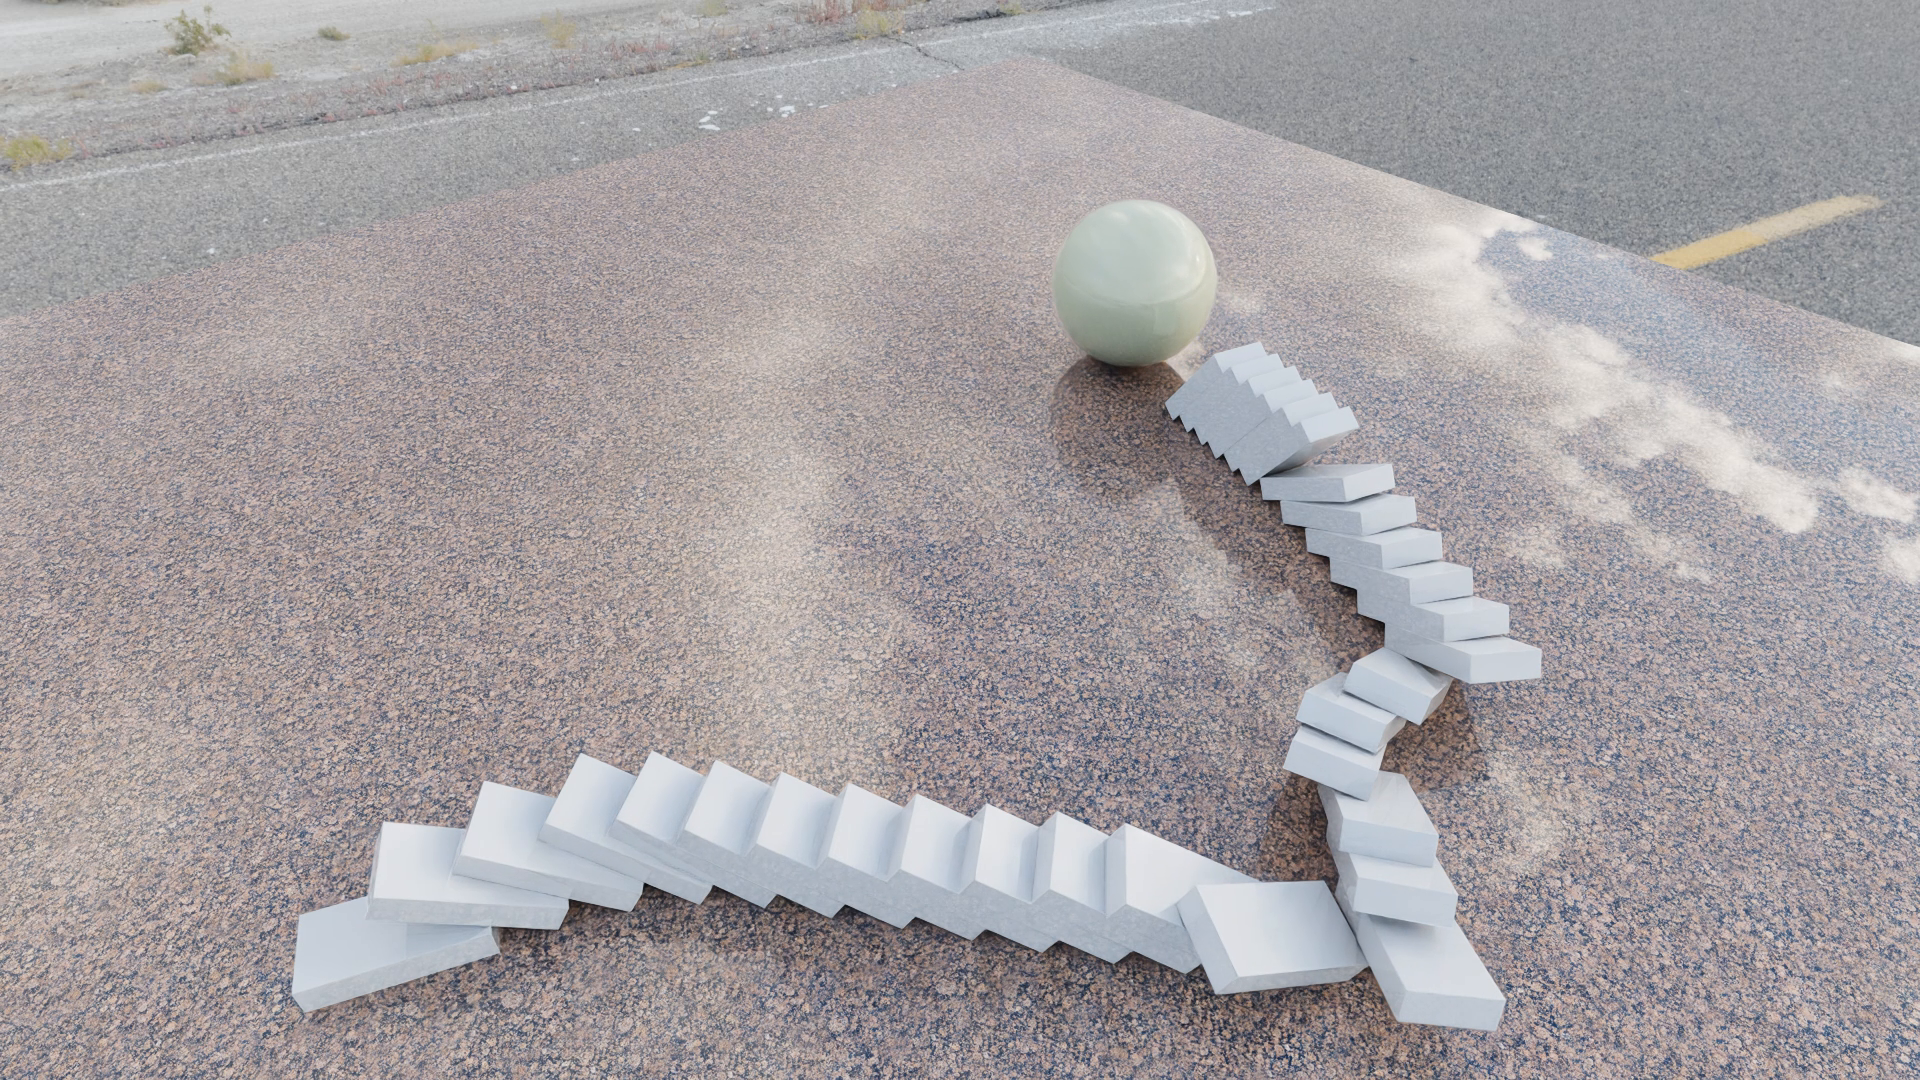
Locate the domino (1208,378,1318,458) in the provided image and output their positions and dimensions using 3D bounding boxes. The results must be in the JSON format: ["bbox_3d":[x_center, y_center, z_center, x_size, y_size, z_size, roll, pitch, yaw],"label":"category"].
[{"bbox_3d":[0.131,-0.052,0.478,0.025,0.050,0.009,-17,77,-20],"label":"domino"}]

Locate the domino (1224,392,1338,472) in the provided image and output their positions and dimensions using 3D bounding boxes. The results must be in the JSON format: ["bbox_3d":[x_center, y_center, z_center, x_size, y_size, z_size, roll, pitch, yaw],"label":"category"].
[{"bbox_3d":[0.136,-0.045,0.470,0.025,0.050,0.010,-17,77,-20],"label":"domino"}]

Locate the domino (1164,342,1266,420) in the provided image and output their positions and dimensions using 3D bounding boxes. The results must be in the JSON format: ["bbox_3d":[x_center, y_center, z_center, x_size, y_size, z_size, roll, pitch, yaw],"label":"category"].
[{"bbox_3d":[0.116,-0.072,0.502,0.025,0.050,0.010,-17,77,-20],"label":"domino"}]

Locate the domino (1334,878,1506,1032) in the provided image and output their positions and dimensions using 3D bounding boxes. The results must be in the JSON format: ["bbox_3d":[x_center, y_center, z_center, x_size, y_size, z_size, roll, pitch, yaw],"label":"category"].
[{"bbox_3d":[0.122,0.108,0.296,0.025,0.010,0.050,6,19,-1],"label":"domino"}]

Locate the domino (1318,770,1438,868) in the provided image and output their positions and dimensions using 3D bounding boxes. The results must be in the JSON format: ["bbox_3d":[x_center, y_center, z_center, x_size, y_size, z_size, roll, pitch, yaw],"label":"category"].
[{"bbox_3d":[0.122,0.080,0.326,0.025,0.010,0.050,8,9,10],"label":"domino"}]

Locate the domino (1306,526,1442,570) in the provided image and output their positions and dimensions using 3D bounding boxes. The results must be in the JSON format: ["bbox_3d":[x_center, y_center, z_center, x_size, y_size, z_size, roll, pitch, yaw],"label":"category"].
[{"bbox_3d":[0.158,0.001,0.423,0.025,0.010,0.050,-10,10,-13],"label":"domino"}]

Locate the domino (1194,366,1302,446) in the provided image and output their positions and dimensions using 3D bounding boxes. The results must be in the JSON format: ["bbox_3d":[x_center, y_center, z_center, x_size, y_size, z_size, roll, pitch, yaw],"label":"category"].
[{"bbox_3d":[0.127,-0.059,0.486,0.025,0.050,0.010,-17,77,-20],"label":"domino"}]

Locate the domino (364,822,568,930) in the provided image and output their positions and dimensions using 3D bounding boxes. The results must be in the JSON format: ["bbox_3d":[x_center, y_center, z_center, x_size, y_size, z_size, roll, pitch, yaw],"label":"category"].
[{"bbox_3d":[-0.137,0.095,0.309,0.050,0.010,0.025,15,30,-30],"label":"domino"}]

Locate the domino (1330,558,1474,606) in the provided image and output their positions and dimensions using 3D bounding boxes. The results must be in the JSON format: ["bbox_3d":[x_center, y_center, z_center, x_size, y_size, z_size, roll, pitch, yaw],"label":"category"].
[{"bbox_3d":[0.162,0.013,0.408,0.025,0.010,0.050,-8,9,-12],"label":"domino"}]

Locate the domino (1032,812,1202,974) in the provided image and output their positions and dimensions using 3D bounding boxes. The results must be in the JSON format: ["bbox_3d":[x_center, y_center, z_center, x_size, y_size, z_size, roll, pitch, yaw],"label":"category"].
[{"bbox_3d":[0.045,0.098,0.306,0.050,0.010,0.025,28,39,-12],"label":"domino"}]

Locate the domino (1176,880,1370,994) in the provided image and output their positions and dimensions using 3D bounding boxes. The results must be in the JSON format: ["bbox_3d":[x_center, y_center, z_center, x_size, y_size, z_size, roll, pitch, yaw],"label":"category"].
[{"bbox_3d":[0.084,0.106,0.295,0.050,0.009,0.025,9,40,-31],"label":"domino"}]

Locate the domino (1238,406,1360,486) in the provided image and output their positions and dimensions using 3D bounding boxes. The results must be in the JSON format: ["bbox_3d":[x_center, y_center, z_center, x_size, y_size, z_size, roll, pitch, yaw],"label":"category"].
[{"bbox_3d":[0.141,-0.039,0.462,0.025,0.050,0.010,-17,78,-20],"label":"domino"}]

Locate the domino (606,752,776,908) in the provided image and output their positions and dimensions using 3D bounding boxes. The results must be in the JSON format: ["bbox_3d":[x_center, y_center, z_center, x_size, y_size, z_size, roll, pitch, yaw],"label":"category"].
[{"bbox_3d":[-0.074,0.085,0.322,0.050,0.010,0.025,29,38,-10],"label":"domino"}]

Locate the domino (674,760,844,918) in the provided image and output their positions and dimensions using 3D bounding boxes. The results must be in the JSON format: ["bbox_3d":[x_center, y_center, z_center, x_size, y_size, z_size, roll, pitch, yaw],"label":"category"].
[{"bbox_3d":[-0.054,0.087,0.319,0.050,0.009,0.025,29,38,-10],"label":"domino"}]

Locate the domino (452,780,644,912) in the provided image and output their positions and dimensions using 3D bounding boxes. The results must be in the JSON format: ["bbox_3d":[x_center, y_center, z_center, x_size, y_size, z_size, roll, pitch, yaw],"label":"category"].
[{"bbox_3d":[-0.116,0.089,0.317,0.050,0.010,0.025,21,34,-21],"label":"domino"}]

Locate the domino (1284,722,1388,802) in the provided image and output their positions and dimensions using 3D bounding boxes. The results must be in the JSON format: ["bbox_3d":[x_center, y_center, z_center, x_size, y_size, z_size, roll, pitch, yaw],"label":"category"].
[{"bbox_3d":[0.119,0.065,0.345,0.025,0.009,0.050,20,13,22],"label":"domino"}]

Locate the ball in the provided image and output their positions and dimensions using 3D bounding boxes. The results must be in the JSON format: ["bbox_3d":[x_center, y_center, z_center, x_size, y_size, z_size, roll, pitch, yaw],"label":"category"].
[{"bbox_3d":[0.085,-0.125,0.541,0.080,0.080,0.080,0,39,0],"label":"ball"}]

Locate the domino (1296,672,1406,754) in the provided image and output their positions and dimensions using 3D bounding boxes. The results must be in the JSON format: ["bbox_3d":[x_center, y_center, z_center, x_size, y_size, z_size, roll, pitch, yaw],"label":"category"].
[{"bbox_3d":[0.129,0.055,0.356,0.025,0.010,0.050,22,12,29],"label":"domino"}]

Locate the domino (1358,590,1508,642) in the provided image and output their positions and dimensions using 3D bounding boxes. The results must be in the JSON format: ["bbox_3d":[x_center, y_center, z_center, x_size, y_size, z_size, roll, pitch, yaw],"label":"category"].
[{"bbox_3d":[0.168,0.025,0.393,0.025,0.010,0.050,-7,9,-12],"label":"domino"}]

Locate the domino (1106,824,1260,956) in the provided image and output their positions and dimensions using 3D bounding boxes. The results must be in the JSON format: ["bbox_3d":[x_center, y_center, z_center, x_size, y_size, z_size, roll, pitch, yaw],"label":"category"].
[{"bbox_3d":[0.064,0.100,0.303,0.050,0.009,0.025,26,39,-14],"label":"domino"}]

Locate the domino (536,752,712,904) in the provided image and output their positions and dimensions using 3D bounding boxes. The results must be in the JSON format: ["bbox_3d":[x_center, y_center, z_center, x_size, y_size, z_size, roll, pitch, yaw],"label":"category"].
[{"bbox_3d":[-0.094,0.085,0.322,0.050,0.009,0.025,27,38,-12],"label":"domino"}]

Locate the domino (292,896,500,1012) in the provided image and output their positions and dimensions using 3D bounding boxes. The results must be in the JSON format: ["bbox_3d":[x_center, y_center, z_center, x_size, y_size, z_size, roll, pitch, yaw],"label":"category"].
[{"bbox_3d":[-0.157,0.111,0.308,0.050,0.010,0.025,-13,41,-16],"label":"domino"}]

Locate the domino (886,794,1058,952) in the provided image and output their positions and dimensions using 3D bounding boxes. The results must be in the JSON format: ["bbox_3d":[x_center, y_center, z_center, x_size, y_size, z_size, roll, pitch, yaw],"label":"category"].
[{"bbox_3d":[0.005,0.094,0.311,0.050,0.010,0.025,27,39,-12],"label":"domino"}]

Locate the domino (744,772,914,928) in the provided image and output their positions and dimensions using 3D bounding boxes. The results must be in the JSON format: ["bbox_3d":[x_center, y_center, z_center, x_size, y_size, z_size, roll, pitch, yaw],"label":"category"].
[{"bbox_3d":[-0.034,0.089,0.317,0.050,0.009,0.025,28,39,-11],"label":"domino"}]

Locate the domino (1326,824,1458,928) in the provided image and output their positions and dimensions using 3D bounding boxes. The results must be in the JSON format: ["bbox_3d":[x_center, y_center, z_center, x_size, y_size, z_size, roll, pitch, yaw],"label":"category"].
[{"bbox_3d":[0.121,0.092,0.312,0.025,0.010,0.050,8,9,10],"label":"domino"}]

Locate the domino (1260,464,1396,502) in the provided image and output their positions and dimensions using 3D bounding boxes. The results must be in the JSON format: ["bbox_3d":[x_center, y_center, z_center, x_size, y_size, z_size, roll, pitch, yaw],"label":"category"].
[{"bbox_3d":[0.150,-0.024,0.451,0.025,0.010,0.050,-15,9,-22],"label":"domino"}]

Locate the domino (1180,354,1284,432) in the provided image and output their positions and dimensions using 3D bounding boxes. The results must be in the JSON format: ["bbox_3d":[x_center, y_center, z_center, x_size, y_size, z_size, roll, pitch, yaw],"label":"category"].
[{"bbox_3d":[0.122,-0.065,0.494,0.025,0.050,0.009,-17,77,-20],"label":"domino"}]

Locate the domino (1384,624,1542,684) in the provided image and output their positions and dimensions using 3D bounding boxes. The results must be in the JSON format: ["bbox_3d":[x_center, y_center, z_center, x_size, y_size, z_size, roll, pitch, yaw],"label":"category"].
[{"bbox_3d":[0.171,0.037,0.377,0.025,0.010,0.050,-3,8,-9],"label":"domino"}]

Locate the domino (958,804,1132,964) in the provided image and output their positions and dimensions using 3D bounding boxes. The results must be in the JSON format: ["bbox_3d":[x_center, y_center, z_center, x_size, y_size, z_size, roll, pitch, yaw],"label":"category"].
[{"bbox_3d":[0.025,0.096,0.308,0.050,0.009,0.025,27,39,-12],"label":"domino"}]

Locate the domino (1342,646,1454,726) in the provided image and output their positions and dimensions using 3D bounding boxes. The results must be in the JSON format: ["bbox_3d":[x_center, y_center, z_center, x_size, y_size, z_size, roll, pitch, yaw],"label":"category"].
[{"bbox_3d":[0.146,0.048,0.365,0.025,0.010,0.050,26,14,28],"label":"domino"}]

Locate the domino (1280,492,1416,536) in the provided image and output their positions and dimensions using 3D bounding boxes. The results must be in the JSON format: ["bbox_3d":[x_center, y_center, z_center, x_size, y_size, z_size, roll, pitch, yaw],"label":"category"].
[{"bbox_3d":[0.154,-0.012,0.439,0.025,0.010,0.050,-15,11,-17],"label":"domino"}]

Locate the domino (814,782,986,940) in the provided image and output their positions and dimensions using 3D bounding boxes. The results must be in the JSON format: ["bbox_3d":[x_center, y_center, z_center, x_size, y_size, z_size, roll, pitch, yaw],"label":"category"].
[{"bbox_3d":[-0.014,0.092,0.314,0.050,0.009,0.025,27,39,-11],"label":"domino"}]
